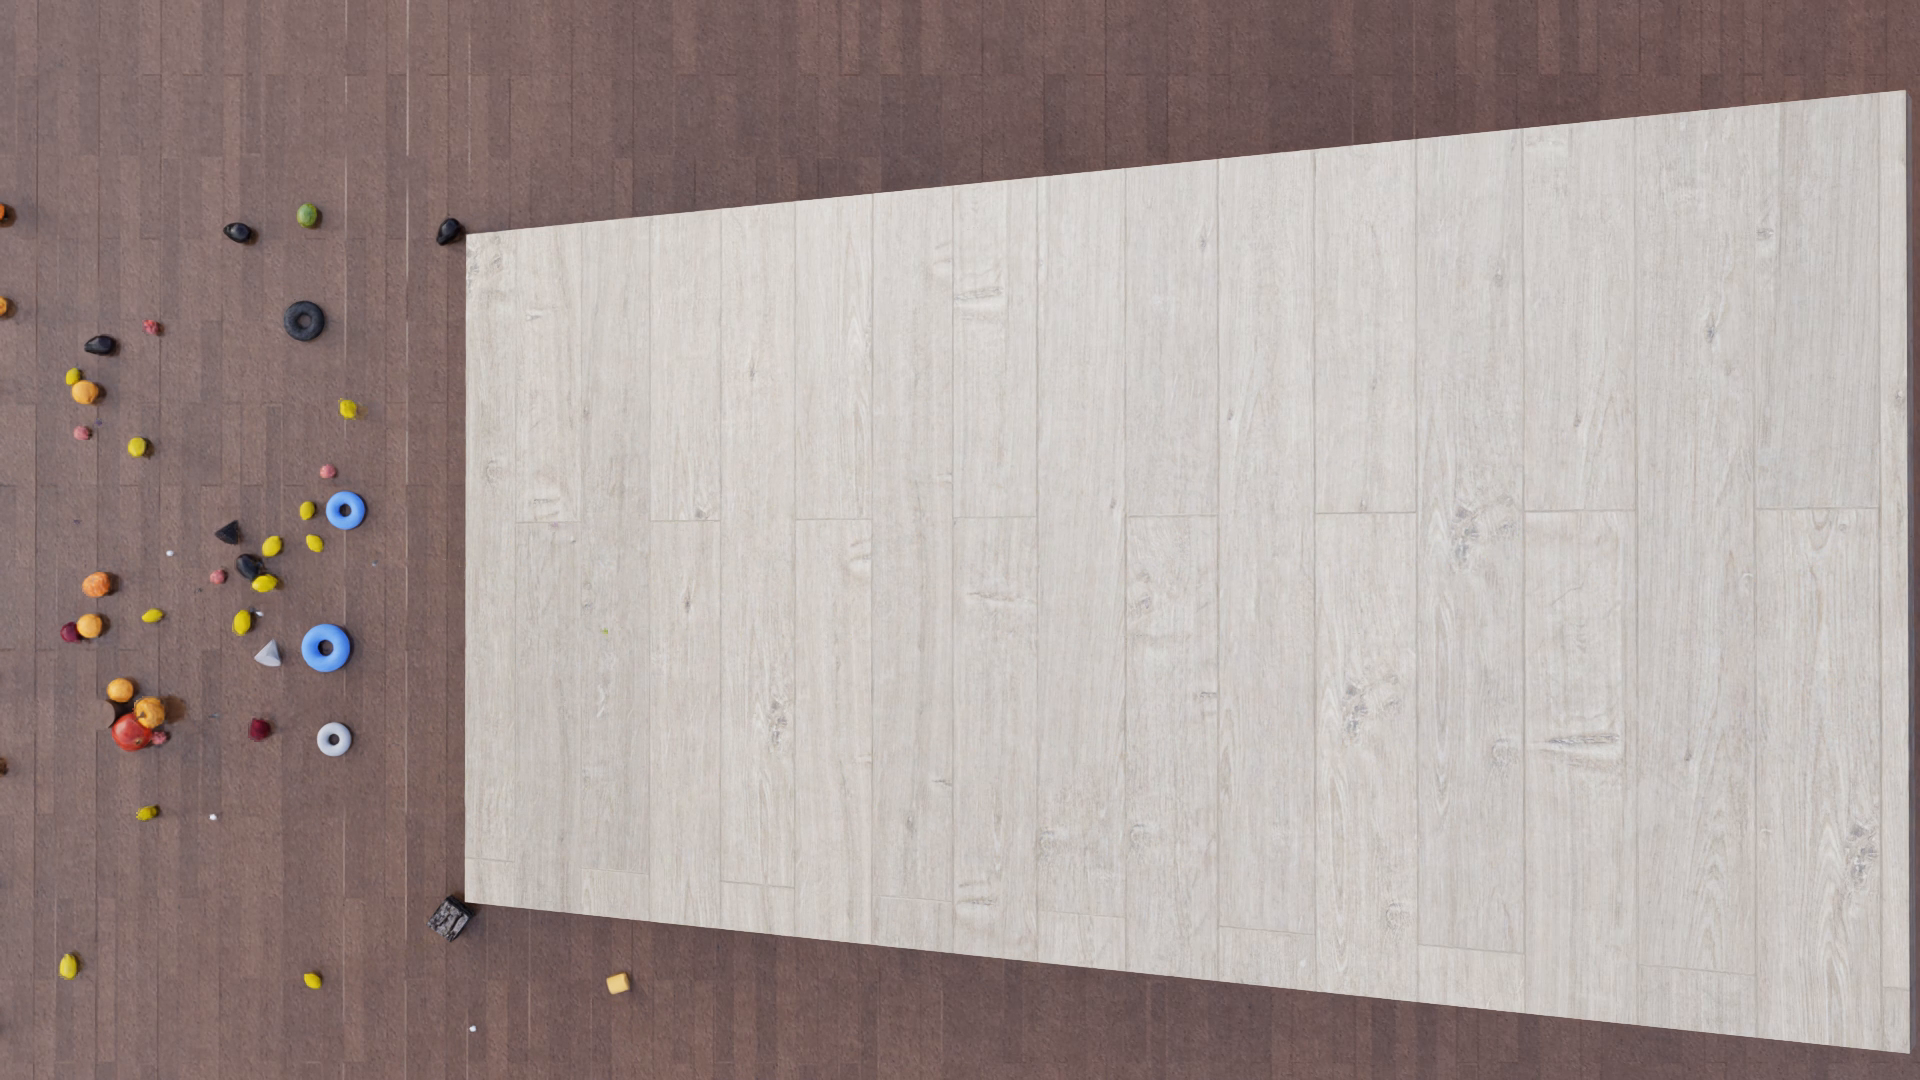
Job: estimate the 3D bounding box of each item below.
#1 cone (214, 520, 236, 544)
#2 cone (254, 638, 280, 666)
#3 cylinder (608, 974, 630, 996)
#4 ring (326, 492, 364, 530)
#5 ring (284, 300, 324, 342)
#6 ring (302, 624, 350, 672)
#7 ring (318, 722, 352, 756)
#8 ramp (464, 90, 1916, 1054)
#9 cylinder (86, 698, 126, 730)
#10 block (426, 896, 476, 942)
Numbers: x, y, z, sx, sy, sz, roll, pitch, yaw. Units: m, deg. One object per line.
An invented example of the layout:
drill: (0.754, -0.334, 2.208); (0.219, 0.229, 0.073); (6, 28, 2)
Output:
cone: (-2.208, -0.035, 6.663); (0.071, 0.071, 0.071); (21, 63, 0)
cone: (-2.086, 0.330, 6.657); (0.078, 0.078, 0.078); (6, 63, 0)
cylinder: (-1.031, 1.341, 6.639); (0.052, 0.052, 0.052); (-19, 89, 0)
ring: (-1.861, -0.090, 6.660); (0.116, 0.039, 0.116); (0, 90, -1)
ring: (-1.988, -0.664, 6.664); (0.123, 0.041, 0.123); (0, 89, -1)
ring: (-1.918, 0.326, 6.651); (0.145, 0.048, 0.145); (0, 91, 0)
ring: (-1.894, 0.603, 6.656); (0.103, 0.034, 0.103); (0, 91, 0)
ramp: (0.268, 0.074, 5.621); (4.000, 0.100, 2.000); (0, 89, 30)
cylinder: (-2.574, 0.524, 6.629); (0.088, 0.088, 0.088); (0, 89, 0)
block: (-1.533, 1.140, 6.621); (0.092, 0.092, 0.092); (36, 90, 0)
